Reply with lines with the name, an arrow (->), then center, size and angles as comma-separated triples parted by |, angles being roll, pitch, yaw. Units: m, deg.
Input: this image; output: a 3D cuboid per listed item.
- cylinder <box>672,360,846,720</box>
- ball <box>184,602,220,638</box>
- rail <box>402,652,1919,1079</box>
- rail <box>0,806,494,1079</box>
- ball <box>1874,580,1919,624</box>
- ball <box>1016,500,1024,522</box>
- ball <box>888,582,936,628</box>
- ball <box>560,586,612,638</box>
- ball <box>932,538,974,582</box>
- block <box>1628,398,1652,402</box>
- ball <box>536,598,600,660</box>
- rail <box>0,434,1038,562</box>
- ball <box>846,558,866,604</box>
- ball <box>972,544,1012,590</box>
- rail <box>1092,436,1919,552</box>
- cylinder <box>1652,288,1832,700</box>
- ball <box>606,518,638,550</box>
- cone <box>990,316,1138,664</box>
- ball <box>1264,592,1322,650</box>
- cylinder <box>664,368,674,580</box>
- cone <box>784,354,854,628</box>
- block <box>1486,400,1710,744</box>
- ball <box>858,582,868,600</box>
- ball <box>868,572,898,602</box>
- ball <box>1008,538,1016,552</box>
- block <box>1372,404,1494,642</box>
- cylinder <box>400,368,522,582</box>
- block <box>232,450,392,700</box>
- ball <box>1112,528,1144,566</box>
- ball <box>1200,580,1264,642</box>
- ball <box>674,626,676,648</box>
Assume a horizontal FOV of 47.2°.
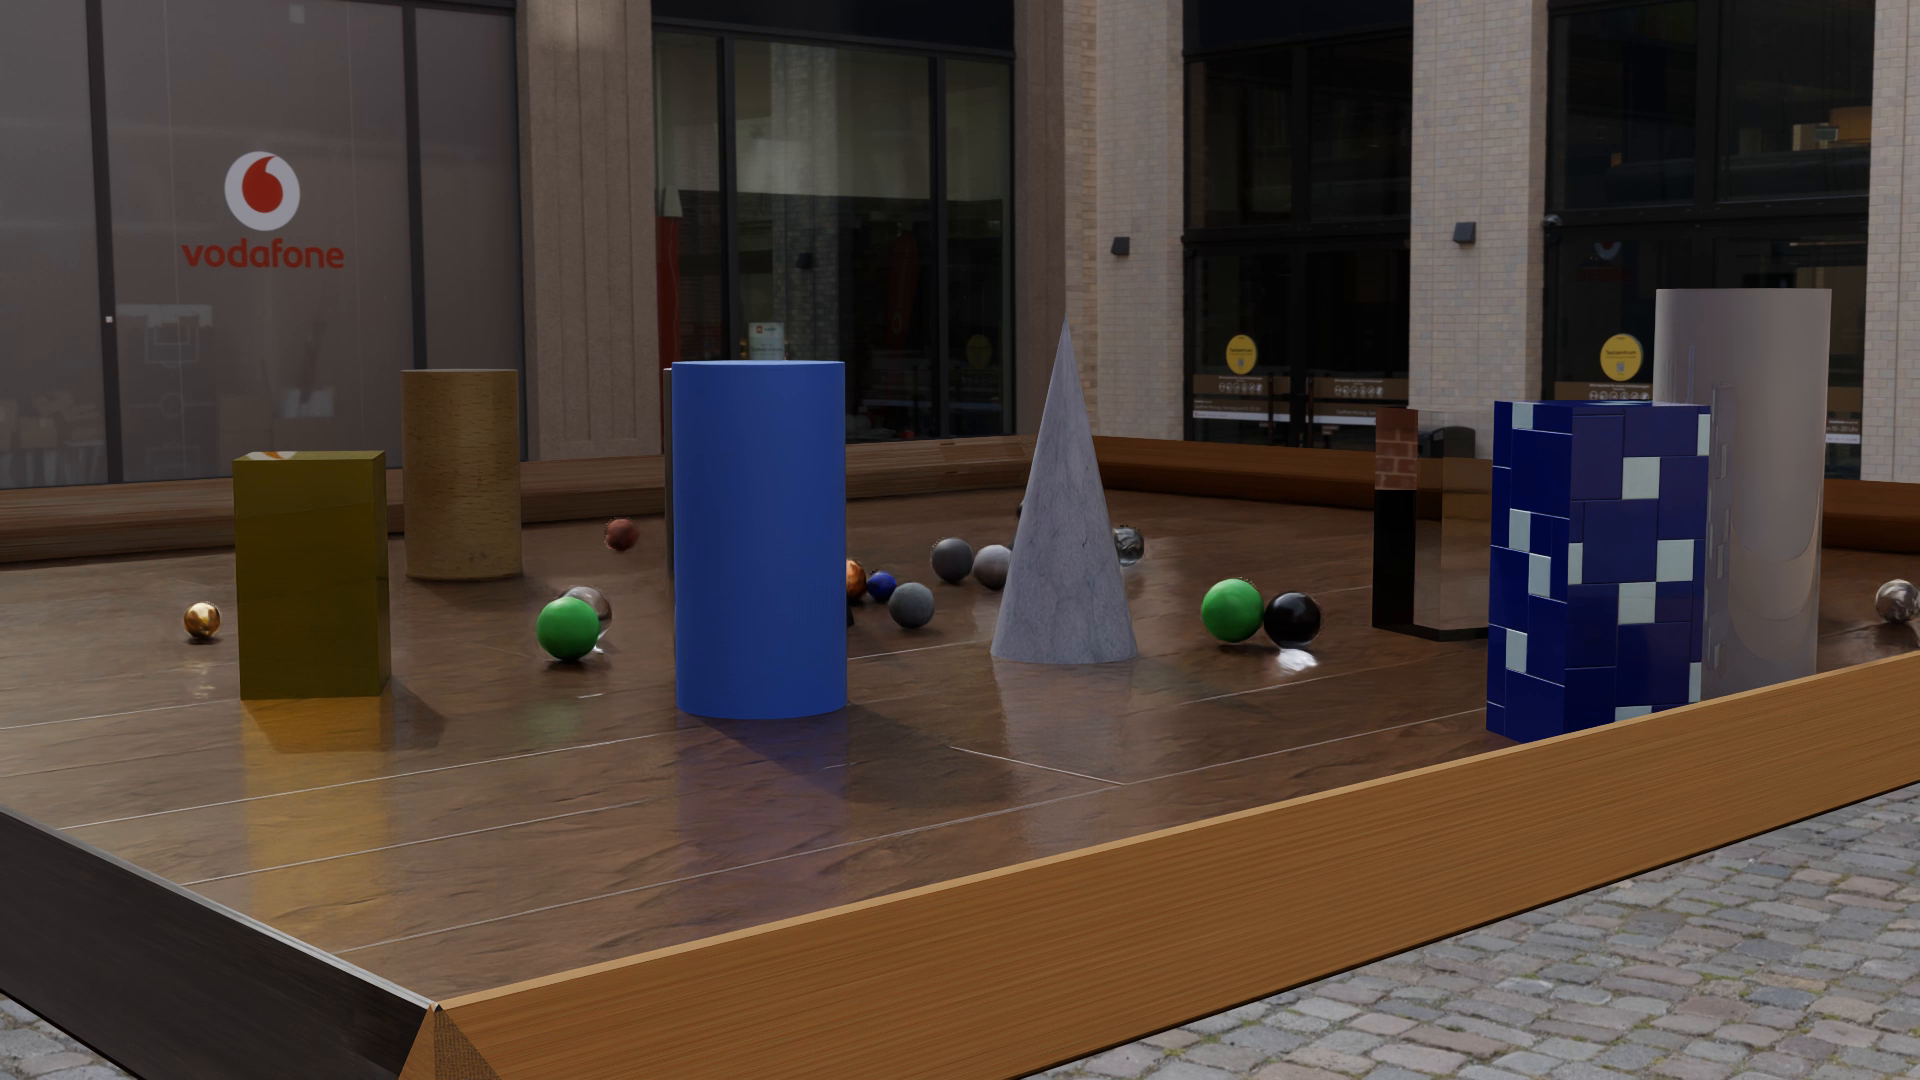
cylinder -> -0.224, -0.006, 2.469 | 0.193, 0.385, 0.193 | 0, 6, 0
ball -> -1.027, 0.109, 2.981 | 0.048, 0.048, 0.048 | 0, 6, 0
rail -> 1.034, 0.150, 2.217 | 3.516, 0.125, 0.045 | -6, 8, -42
rail -> -1.274, 0.156, 2.162 | 0.045, 0.125, 3.098 | -6, 8, -42
ball -> 1.333, 0.087, 3.123 | 0.062, 0.062, 0.062 | 0, 6, 0
ball -> 0.143, -0.056, 4.518 | 0.056, 0.056, 0.056 | 0, 6, 0
ball -> -0.067, 0.091, 3.071 | 0.065, 0.065, 0.065 | 0, 6, 0
ball -> -0.503, 0.100, 2.929 | 0.077, 0.077, 0.077 | 0, 6, 0
ball -> -0.012, 0.032, 3.602 | 0.072, 0.072, 0.072 | 0, 6, 0
block -> 1.081, -0.055, 3.303 | 0.154, 0.306, 0.154 | 2, 6, 15
ball -> -0.498, 0.113, 2.793 | 0.080, 0.080, 0.080 | 0, 6, 0
rail -> -1.034, -0.085, 4.447 | 3.516, 0.125, 0.045 | -6, 8, -42
ball -> -0.175, 0.063, 3.320 | 0.070, 0.070, 0.070 | 0, 6, 0
ball -> 0.056, 0.043, 3.504 | 0.071, 0.071, 0.071 | 0, 6, 0
rail -> 1.274, -0.090, 4.502 | 0.045, 0.125, 3.098 | -6, 8, -42
cylinder -> 0.908, -0.059, 2.575 | 0.193, 0.467, 0.193 | 0, 6, 0
ball -> -0.624, -0.010, 4.058 | 0.059, 0.059, 0.059 | 0, 6, 0
cone -> 0.135, -0.073, 2.841 | 0.193, 0.440, 0.193 | 0, 6, 0
ball -> 0.436, 0.105, 2.884 | 0.076, 0.076, 0.076 | 0, 6, 0
cylinder -> -0.394, -0.111, 3.657 | 0.193, 0.345, 0.193 | 0, 6, 0
cone -> -0.246, -0.071, 3.104 | 0.193, 0.381, 0.193 | 0, 6, 0
block -> 0.653, 0.034, 2.263 | 0.154, 0.349, 0.154 | -2, 6, -15
ball -> -0.163, 0.071, 3.374 | 0.042, 0.042, 0.042 | 0, 6, 0
ball -> -0.119, 0.071, 3.360 | 0.046, 0.046, 0.046 | 0, 6, 0
ball -> 0.115, 0.028, 3.589 | 0.082, 0.082, 0.082 | 0, 6, 0
block -> 0.680, -0.027, 3.033 | 0.154, 0.309, 0.154 | -3, 7, -24
cylinder -> -0.834, -0.112, 3.681 | 0.193, 0.342, 0.193 | 0, 6, 0
block -> -0.758, 0.037, 2.584 | 0.154, 0.274, 0.154 | -1, 6, -9
ball -> 0.288, 0.012, 3.818 | 0.067, 0.067, 0.067 | 0, 6, 0
ball -> 0.362, 0.094, 2.915 | 0.084, 0.084, 0.084 | 0, 6, 0
ball -> -0.299, 0.117, 2.672 | 0.096, 0.096, 0.096 | 0, 6, 0
